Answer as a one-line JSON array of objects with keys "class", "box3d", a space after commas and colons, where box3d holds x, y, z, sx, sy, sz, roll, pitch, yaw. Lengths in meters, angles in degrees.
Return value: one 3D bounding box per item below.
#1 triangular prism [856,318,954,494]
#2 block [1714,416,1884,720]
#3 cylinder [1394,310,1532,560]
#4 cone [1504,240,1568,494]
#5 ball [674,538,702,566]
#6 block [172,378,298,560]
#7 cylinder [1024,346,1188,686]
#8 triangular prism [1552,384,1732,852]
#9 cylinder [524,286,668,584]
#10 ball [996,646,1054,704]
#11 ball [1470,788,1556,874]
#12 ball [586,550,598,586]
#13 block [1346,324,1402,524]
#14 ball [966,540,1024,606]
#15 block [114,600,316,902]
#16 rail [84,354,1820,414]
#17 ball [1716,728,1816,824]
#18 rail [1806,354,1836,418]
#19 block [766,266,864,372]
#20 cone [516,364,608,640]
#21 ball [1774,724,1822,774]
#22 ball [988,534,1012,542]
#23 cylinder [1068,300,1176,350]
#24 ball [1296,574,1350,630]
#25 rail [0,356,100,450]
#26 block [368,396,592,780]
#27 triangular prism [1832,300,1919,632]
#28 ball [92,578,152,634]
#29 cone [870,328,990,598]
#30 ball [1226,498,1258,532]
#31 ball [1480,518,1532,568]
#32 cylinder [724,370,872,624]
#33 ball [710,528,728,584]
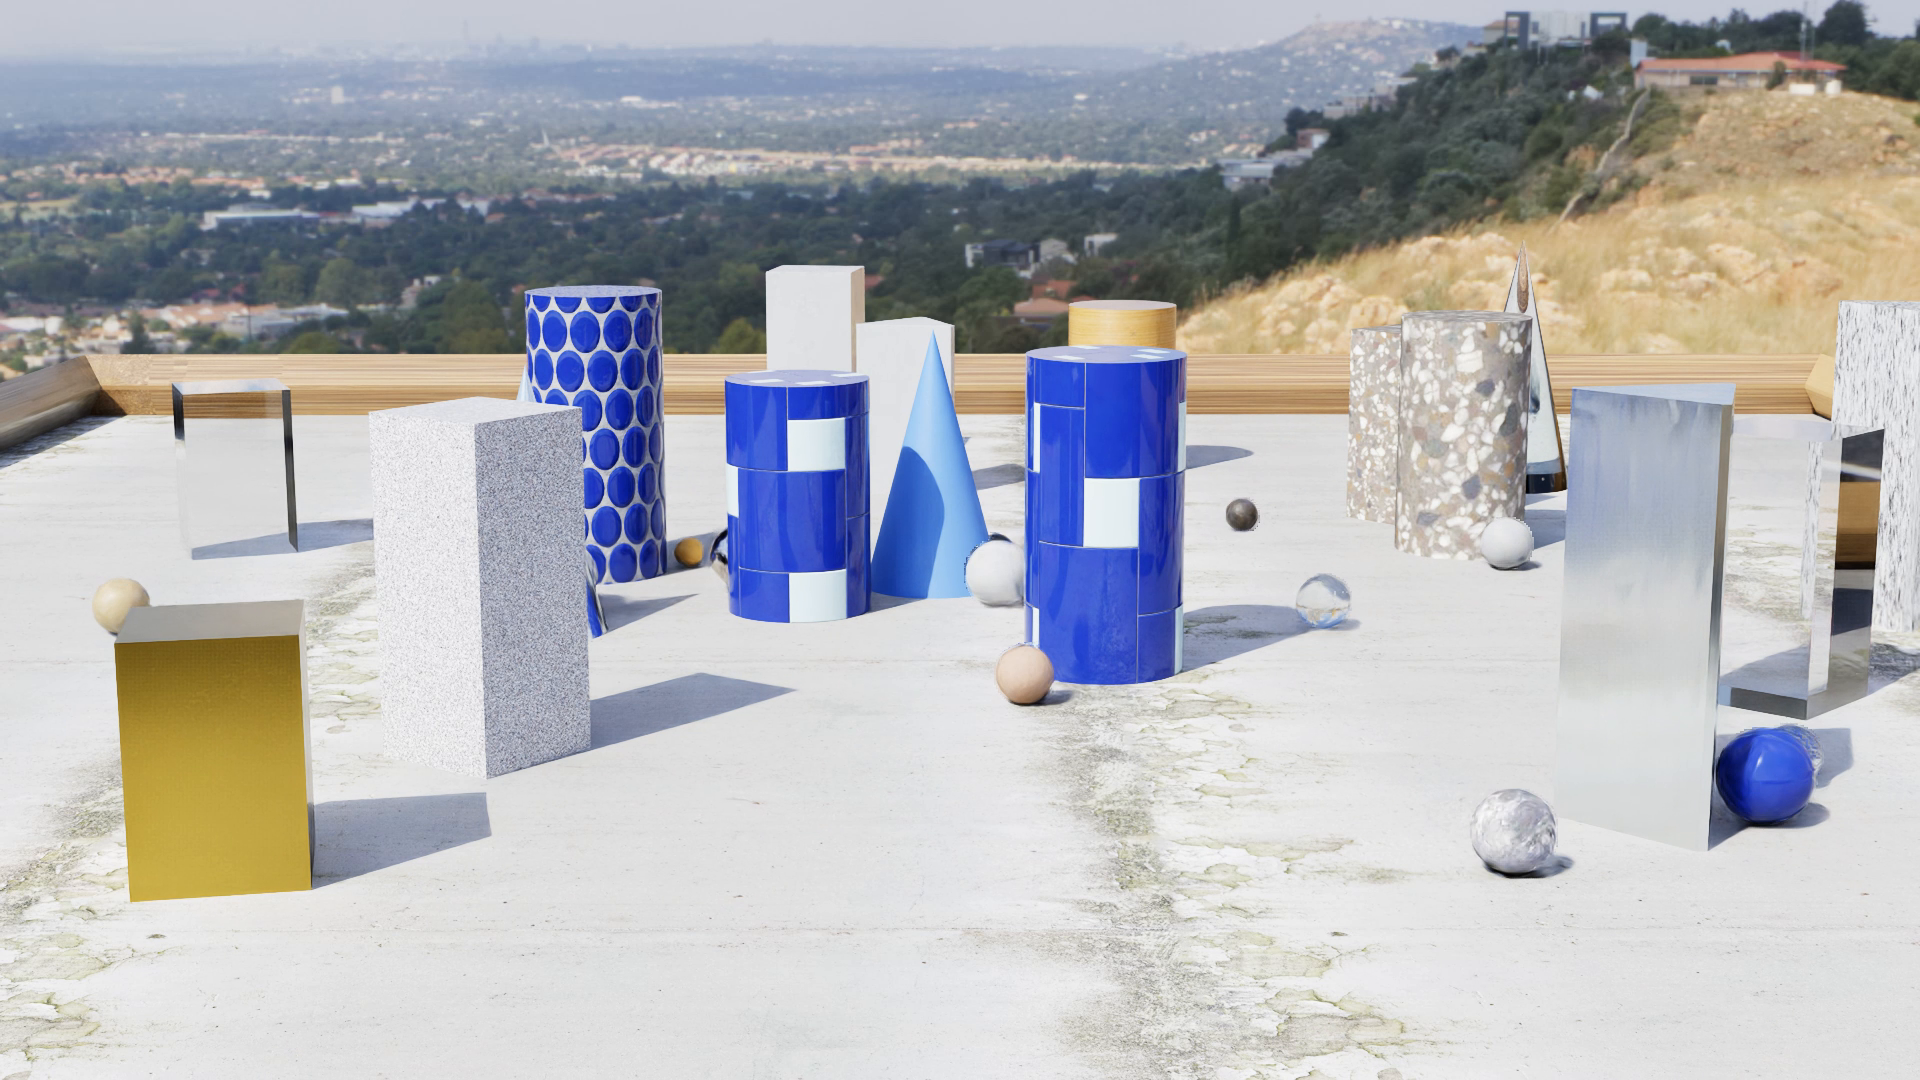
[{"class": "triangular prism", "box3d": [-0.080, -0.234, 4.436, 0.168, 0.291, 0.145, 2, 11, 11]}, {"class": "block", "box3d": [0.948, 0.028, 2.960, 0.155, 0.315, 0.155, 10, 14, 43]}, {"class": "cylinder", "box3d": [0.760, -0.162, 3.876, 0.194, 0.353, 0.194, 0, 11, 0]}, {"class": "cone", "box3d": [0.970, -0.308, 4.454, 0.194, 0.431, 0.194, 0, 11, 0]}, {"class": "ball", "box3d": [-0.398, 0.018, 3.762, 0.041, 0.041, 0.041, 0, 11, 0]}, {"class": "block", "box3d": [-1.099, -0.110, 3.887, 0.155, 0.248, 0.155, -4, 11, -22]}, {"class": "cylinder", "box3d": [0.175, -0.034, 3.106, 0.194, 0.384, 0.194, 0, 11, 0]}, {"class": "triangular prism", "box3d": [0.693, 0.064, 2.471, 0.145, 0.422, 0.168, -9, 14, -41]}, {"class": "cylinder", "box3d": [-0.522, -0.154, 3.691, 0.194, 0.407, 0.194, 0, 11, 0]}, {"class": "ball", "box3d": [0.075, 0.155, 2.955, 0.067, 0.067, 0.067, 0, 11, 0]}, {"class": "ball", "box3d": [0.503, 0.265, 2.334, 0.078, 0.078, 0.078, 0, 11, 0]}, {"class": "ball", "box3d": [-0.536, 0.047, 3.483, 0.088, 0.088, 0.088, 0, 11, 0]}, {"class": "block", "box3d": [0.738, -0.187, 4.141, 0.155, 0.306, 0.155, -9, 14, -40]}, {"class": "ball", "box3d": [0.053, 0.045, 3.483, 0.090, 0.090, 0.090, 0, 11, 0]}, {"class": "block", "box3d": [-0.671, 0.187, 2.326, 0.155, 0.234, 0.155, -2, 11, -12]}, {"class": "rail", "box3d": [-0.011, -0.323, 5.361, 3.638, 0.126, 0.045, 0, 11, 0]}, {"class": "ball", "box3d": [0.780, 0.229, 2.487, 0.093, 0.093, 0.093, 0, 11, 0]}, {"class": "rail", "box3d": [1.795, 0.030, 3.459, 0.045, 0.126, 3.936, 0, 11, 0]}, {"class": "block", "box3d": [-0.264, -0.321, 4.728, 0.155, 0.356, 0.155, 1, 11, 7]}, {"class": "cone", "box3d": [-0.555, -0.053, 3.305, 0.194, 0.348, 0.194, 0, 11, 0]}, {"class": "ball", "box3d": [0.846, 0.220, 2.615, 0.063, 0.063, 0.063, 0, 11, 0]}, {"class": "ball", "box3d": [0.052, 0.017, 3.701, 0.055, 0.055, 0.055, 0, 11, 0]}, {"class": "cylinder", "box3d": [0.292, -0.275, 4.636, 0.194, 0.299, 0.194, 0, 11, 0]}, {"class": "ball", "box3d": [0.473, 0.081, 3.345, 0.071, 0.071, 0.071, 0, 11, 0]}, {"class": "rail", "box3d": [-1.795, 0.034, 3.439, 0.045, 0.126, 3.936, 0, 11, 0]}, {"class": "block", "box3d": [-0.506, 0.045, 2.716, 0.155, 0.370, 0.155, 7, 13, 35]}, {"class": "triangular prism", "box3d": [1.222, -0.104, 3.394, 0.145, 0.417, 0.168, 8, 13, 38]}, {"class": "ball", "box3d": [-1.084, 0.085, 3.316, 0.073, 0.073, 0.073, 0, 11, 0]}, {"class": "cone", "box3d": [-0.037, -0.115, 3.599, 0.194, 0.363, 0.194, 0, 11, 0]}, {"class": "ball", "box3d": [0.444, -0.040, 4.047, 0.052, 0.052, 0.052, 0, 11, 0]}, {"class": "ball", "box3d": [0.796, 0.005, 3.743, 0.074, 0.074, 0.074, 0, 11, 0]}, {"class": "cylinder", "box3d": [-0.217, -0.062, 3.449, 0.194, 0.313, 0.194, 0, 11, 0]}, {"class": "ball", "box3d": [-0.304, 0.021, 3.606, 0.093, 0.093, 0.093, 0, 11, 0]}]
